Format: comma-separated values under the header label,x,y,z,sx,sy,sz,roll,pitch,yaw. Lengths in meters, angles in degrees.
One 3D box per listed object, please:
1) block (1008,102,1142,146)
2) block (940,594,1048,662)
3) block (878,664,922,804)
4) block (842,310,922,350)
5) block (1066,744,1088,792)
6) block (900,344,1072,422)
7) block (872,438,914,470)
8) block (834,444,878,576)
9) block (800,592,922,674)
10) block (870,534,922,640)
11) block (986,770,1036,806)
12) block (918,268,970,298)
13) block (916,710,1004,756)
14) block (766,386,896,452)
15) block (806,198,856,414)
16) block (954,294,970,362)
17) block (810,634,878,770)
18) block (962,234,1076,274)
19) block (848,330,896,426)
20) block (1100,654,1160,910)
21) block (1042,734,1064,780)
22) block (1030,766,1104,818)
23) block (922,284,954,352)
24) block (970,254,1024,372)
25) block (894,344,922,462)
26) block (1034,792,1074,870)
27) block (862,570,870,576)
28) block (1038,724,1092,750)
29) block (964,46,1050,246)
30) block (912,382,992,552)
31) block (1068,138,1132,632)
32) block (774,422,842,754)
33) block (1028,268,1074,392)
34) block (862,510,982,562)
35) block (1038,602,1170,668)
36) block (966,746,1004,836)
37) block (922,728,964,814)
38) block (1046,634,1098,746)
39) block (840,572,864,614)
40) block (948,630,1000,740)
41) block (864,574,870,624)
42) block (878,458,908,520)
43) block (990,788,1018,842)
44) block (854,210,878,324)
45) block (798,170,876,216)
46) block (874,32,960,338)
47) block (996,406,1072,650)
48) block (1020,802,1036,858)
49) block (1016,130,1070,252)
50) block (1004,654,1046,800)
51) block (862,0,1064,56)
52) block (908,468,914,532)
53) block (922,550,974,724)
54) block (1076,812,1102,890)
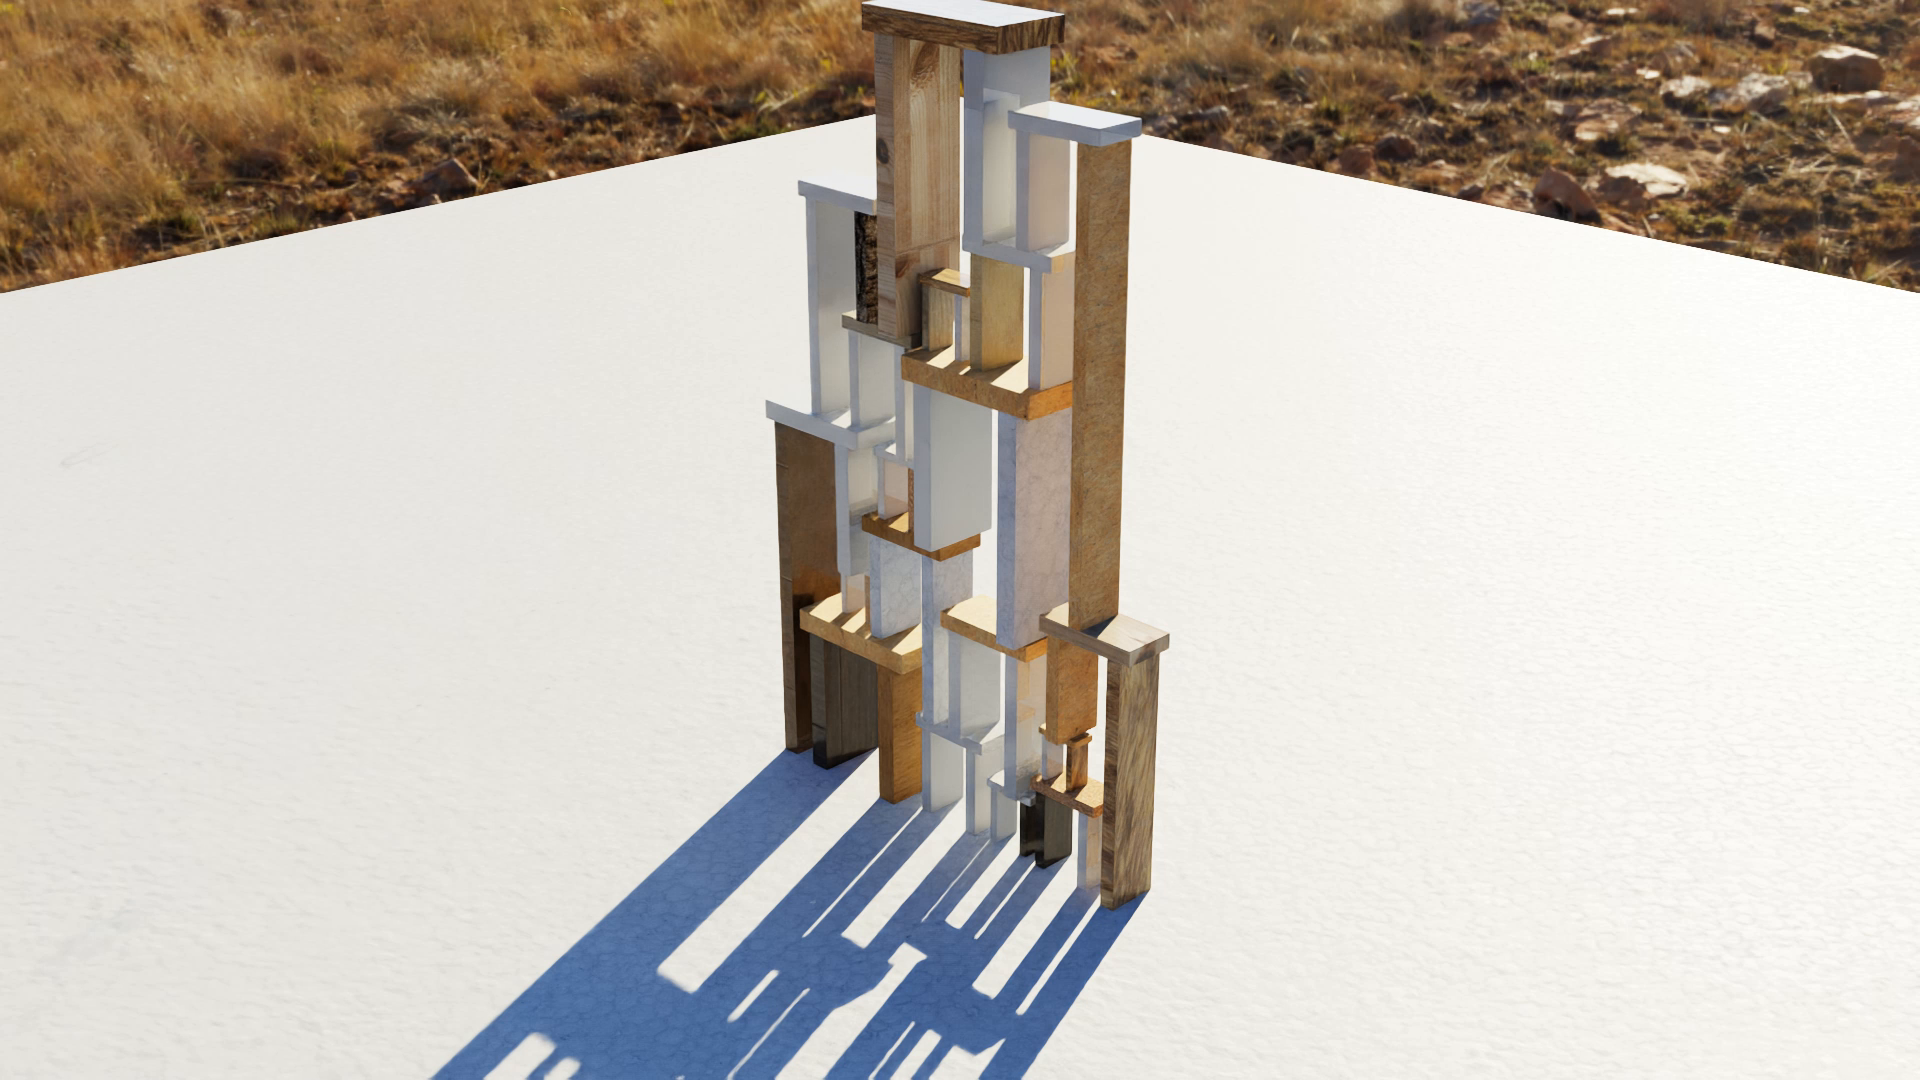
label,x,y,z,sx,sy,sz,roll,pitch,yaw
block,0.192,-0.703,3.709,0.105,0.030,0.210,-22,31,-40
block,0.083,0.167,4.202,0.227,0.032,0.113,21,31,41
block,-0.096,0.372,4.492,0.043,0.306,0.153,21,31,41
block,-0.125,-0.407,4.187,0.096,0.027,0.192,-21,31,-40
block,0.222,0.425,4.160,0.047,0.095,0.013,-21,31,-41
block,0.064,-0.298,4.024,0.164,0.046,0.328,-21,31,-41
block,-0.102,-0.165,4.258,0.128,0.018,0.064,21,31,41
block,-0.182,-0.076,4.384,0.137,0.275,0.039,-20,30,-39
block,-0.168,0.183,4.490,0.306,0.043,0.153,21,31,41
block,-0.128,0.078,4.400,0.111,0.221,0.031,-21,31,-41
block,0.115,0.483,4.299,0.118,0.017,0.059,21,31,41
block,-0.011,-0.473,4.030,0.063,0.018,0.126,-21,31,-41
block,0.009,0.371,4.377,0.185,0.026,0.093,21,31,40
block,-0.246,-0.246,4.382,0.137,0.039,0.274,-21,31,-41
block,-0.246,-0.464,4.294,0.107,0.432,0.030,-21,31,-40
block,0.019,-0.395,4.031,0.063,0.126,0.018,-21,31,-41
block,-0.241,0.316,4.624,0.043,0.306,0.153,21,31,41
block,0.118,-0.516,3.882,0.217,0.031,0.108,21,31,40
block,-0.170,-0.324,4.271,0.096,0.192,0.027,-21,30,-40
block,0.314,0.439,4.067,0.031,0.515,0.110,21,31,41
block,0.177,0.407,4.201,0.047,0.095,0.013,-21,31,-41
block,0.221,0.477,4.188,0.082,0.023,0.164,-21,31,-41
block,-0.041,-0.418,4.086,0.018,0.126,0.063,22,31,40
block,0.067,-0.422,3.978,0.031,0.217,0.108,21,31,41
block,-0.080,-0.272,4.196,0.096,0.228,0.027,-21,31,-40
block,0.183,0.548,4.260,0.023,0.164,0.082,21,31,41
block,-0.191,0.047,4.463,0.053,0.015,0.106,-19,30,-38
block,0.199,0.366,4.160,0.047,0.013,0.095,-21,31,-41
block,0.082,-0.697,3.843,0.047,0.335,0.167,21,31,40
block,-0.013,-0.156,4.169,0.164,0.328,0.046,-21,31,-41
block,0.243,-0.262,3.843,0.105,0.887,0.030,-21,31,-40
block,-0.311,0.090,4.595,0.137,0.745,0.039,-21,31,-41
block,0.169,-0.382,3.884,0.108,0.217,0.031,-21,31,-41
block,-0.077,-0.018,4.303,0.111,0.031,0.221,-21,31,-40
block,0.262,0.167,4.008,0.110,0.031,0.221,-21,31,-40
block,0.053,0.486,4.379,0.026,0.185,0.093,21,31,41
block,-0.035,0.452,4.458,0.026,0.185,0.093,21,31,40
block,0.210,0.262,4.105,0.110,0.220,0.031,-21,31,-41
block,-0.219,0.094,4.510,0.053,0.106,0.015,-21,31,-41
block,0.029,0.266,4.303,0.032,0.227,0.113,21,31,41
block,-0.168,0.113,4.463,0.053,0.106,0.015,-21,31,-41
block,-0.132,-0.110,4.315,0.064,0.128,0.018,-21,31,-40
block,0.087,0.534,4.351,0.017,0.118,0.059,21,31,41
block,-0.148,-0.525,4.156,0.107,0.213,0.030,-21,31,-40
block,-0.197,-0.657,4.156,0.107,0.030,0.213,-21,31,-40
block,-0.076,-0.657,4.031,0.047,0.556,0.167,21,31,41
block,0.142,-0.035,4.052,0.046,0.459,0.164,21,31,41
block,0.143,0.556,4.300,0.017,0.118,0.059,21,31,41
block,0.144,-0.612,3.801,0.105,0.210,0.030,-21,31,-41
block,0.136,0.343,4.219,0.032,0.304,0.113,21,31,41
block,0.003,-0.904,3.841,0.167,0.047,0.335,-21,31,-40
block,-0.072,-0.086,4.259,0.064,0.128,0.018,-21,31,-40
block,-0.024,0.182,4.331,0.031,0.359,0.111,21,31,41
block,0.260,0.578,4.189,0.023,0.164,0.082,21,31,41
